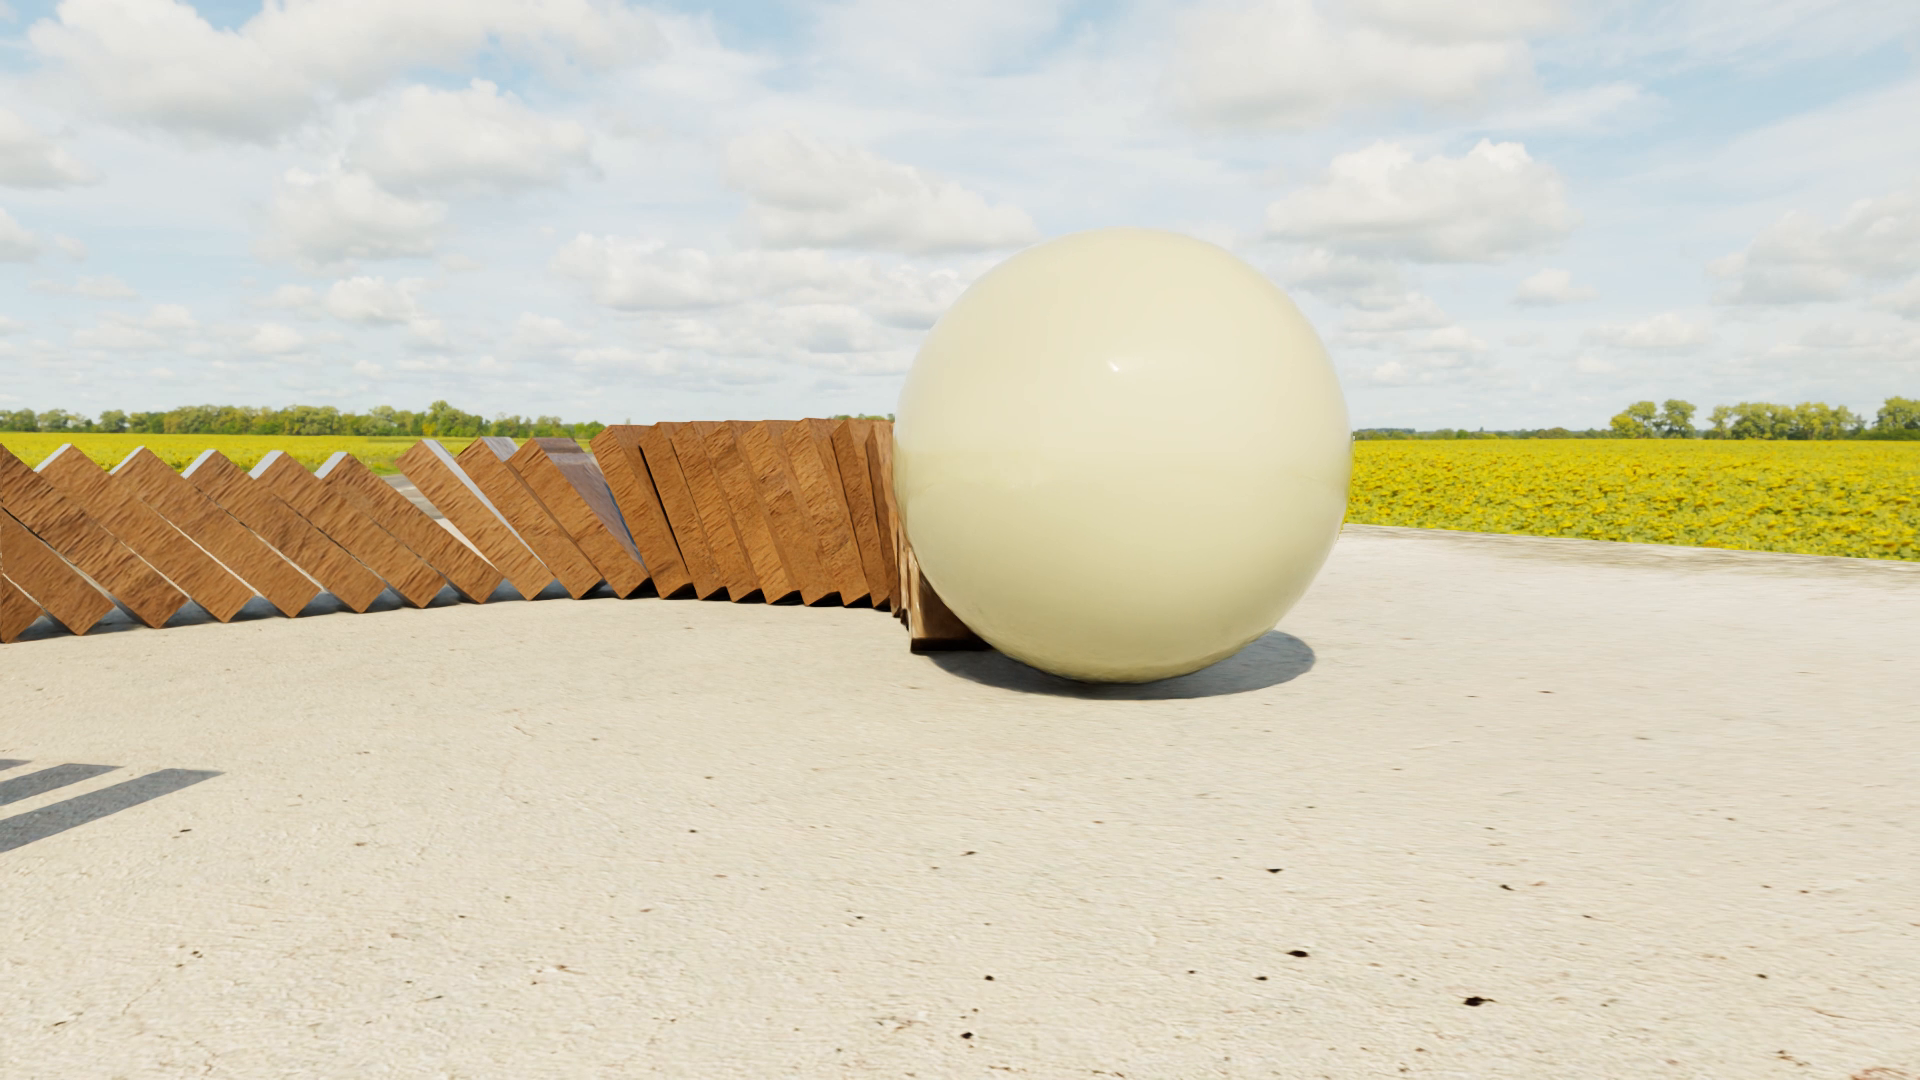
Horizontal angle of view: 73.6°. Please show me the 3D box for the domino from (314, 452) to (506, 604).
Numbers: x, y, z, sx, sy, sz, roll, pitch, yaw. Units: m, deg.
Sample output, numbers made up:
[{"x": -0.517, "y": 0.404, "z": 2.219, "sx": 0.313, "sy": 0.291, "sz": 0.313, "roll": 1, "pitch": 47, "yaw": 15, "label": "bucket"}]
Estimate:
[{"x": -0.146, "y": -0.003, "z": 0.340, "sx": 0.050, "sy": 0.010, "sz": 0.025, "roll": 45, "pitch": -20, "yaw": -27, "label": "domino"}]

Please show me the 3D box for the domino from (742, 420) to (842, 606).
[{"x": -0.039, "y": -0.008, "z": 0.348, "sx": 0.010, "sy": 0.050, "sz": 0.025, "roll": -30, "pitch": -13, "yaw": 33, "label": "domino"}]

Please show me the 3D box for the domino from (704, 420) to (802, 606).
[{"x": -0.050, "y": -0.008, "z": 0.351, "sx": 0.009, "sy": 0.050, "sz": 0.025, "roll": -30, "pitch": -13, "yaw": 32, "label": "domino"}]

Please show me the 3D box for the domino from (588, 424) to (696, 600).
[{"x": -0.083, "y": -0.009, "z": 0.363, "sx": 0.009, "sy": 0.050, "sz": 0.025, "roll": -32, "pitch": -11, "yaw": 26, "label": "domino"}]

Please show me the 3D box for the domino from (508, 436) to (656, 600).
[{"x": -0.103, "y": -0.007, "z": 0.363, "sx": 0.009, "sy": 0.050, "sz": 0.025, "roll": -40, "pitch": -2, "yaw": 9, "label": "domino"}]

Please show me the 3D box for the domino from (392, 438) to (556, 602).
[{"x": -0.132, "y": -0.006, "z": 0.354, "sx": 0.009, "sy": 0.050, "sz": 0.025, "roll": -43, "pitch": 12, "yaw": -7, "label": "domino"}]

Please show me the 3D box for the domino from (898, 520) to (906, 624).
[{"x": -0.002, "y": -0.005, "z": 0.312, "sx": 0.025, "sy": 0.050, "sz": 0.010, "roll": 0, "pitch": -25, "yaw": -5, "label": "domino"}]

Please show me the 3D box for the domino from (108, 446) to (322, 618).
[{"x": -0.182, "y": -0.002, "z": 0.313, "sx": 0.050, "sy": 0.010, "sz": 0.025, "roll": 49, "pitch": -23, "yaw": -27, "label": "domino"}]

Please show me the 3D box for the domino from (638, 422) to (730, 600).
[{"x": -0.070, "y": -0.009, "z": 0.360, "sx": 0.010, "sy": 0.050, "sz": 0.025, "roll": -30, "pitch": -14, "yaw": 32, "label": "domino"}]

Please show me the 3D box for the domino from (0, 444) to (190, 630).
[{"x": -0.203, "y": -0.001, "z": 0.292, "sx": 0.025, "sy": 0.050, "sz": 0.010, "roll": 4, "pitch": 49, "yaw": 46, "label": "domino"}]

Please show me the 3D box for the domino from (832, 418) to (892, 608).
[{"x": -0.016, "y": -0.007, "z": 0.338, "sx": 0.025, "sy": 0.050, "sz": 0.009, "roll": 0, "pitch": -25, "yaw": -35, "label": "domino"}]

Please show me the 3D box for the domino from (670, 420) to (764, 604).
[{"x": -0.060, "y": -0.009, "z": 0.355, "sx": 0.010, "sy": 0.050, "sz": 0.025, "roll": -30, "pitch": -13, "yaw": 32, "label": "domino"}]

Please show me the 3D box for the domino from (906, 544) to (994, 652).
[{"x": 0.001, "y": -0.002, "z": 0.268, "sx": 0.025, "sy": 0.050, "sz": 0.009, "roll": 0, "pitch": -22, "yaw": -5, "label": "domino"}]

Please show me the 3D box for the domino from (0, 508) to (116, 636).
[{"x": -0.213, "y": 0.000, "z": 0.282, "sx": 0.025, "sy": 0.050, "sz": 0.010, "roll": 4, "pitch": 47, "yaw": 45, "label": "domino"}]

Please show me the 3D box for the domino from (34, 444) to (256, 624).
[{"x": -0.193, "y": -0.001, "z": 0.303, "sx": 0.025, "sy": 0.050, "sz": 0.010, "roll": 5, "pitch": 51, "yaw": 51, "label": "domino"}]

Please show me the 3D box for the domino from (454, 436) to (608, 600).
[{"x": -0.117, "y": -0.007, "z": 0.360, "sx": 0.009, "sy": 0.050, "sz": 0.025, "roll": -40, "pitch": 4, "yaw": 2, "label": "domino"}]

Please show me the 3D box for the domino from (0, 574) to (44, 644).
[{"x": -0.220, "y": 0.000, "z": 0.269, "sx": 0.025, "sy": 0.050, "sz": 0.010, "roll": 3, "pitch": 45, "yaw": 36, "label": "domino"}]

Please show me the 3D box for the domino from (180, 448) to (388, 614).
[{"x": -0.169, "y": -0.002, "z": 0.321, "sx": 0.050, "sy": 0.009, "sz": 0.025, "roll": 48, "pitch": -22, "yaw": -28, "label": "domino"}]

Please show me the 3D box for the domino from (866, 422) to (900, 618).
[{"x": -0.008, "y": -0.006, "z": 0.325, "sx": 0.025, "sy": 0.050, "sz": 0.010, "roll": -1, "pitch": -26, "yaw": -19, "label": "domino"}]

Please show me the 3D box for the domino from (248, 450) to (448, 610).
[{"x": -0.158, "y": -0.003, "z": 0.330, "sx": 0.050, "sy": 0.010, "sz": 0.025, "roll": 47, "pitch": -22, "yaw": -28, "label": "domino"}]

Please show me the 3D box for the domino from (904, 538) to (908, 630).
[{"x": -0.001, "y": -0.005, "z": 0.300, "sx": 0.025, "sy": 0.050, "sz": 0.010, "roll": 0, "pitch": -22, "yaw": -5, "label": "domino"}]

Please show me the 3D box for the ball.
[{"x": 0.028, "y": -0.014, "z": 0.227, "sx": 0.080, "sy": 0.080, "sz": 0.080, "roll": 0, "pitch": 4, "yaw": 0, "label": "ball"}]

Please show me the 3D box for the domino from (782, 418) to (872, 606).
[{"x": -0.028, "y": -0.008, "z": 0.345, "sx": 0.010, "sy": 0.050, "sz": 0.025, "roll": -30, "pitch": -15, "yaw": 33, "label": "domino"}]
